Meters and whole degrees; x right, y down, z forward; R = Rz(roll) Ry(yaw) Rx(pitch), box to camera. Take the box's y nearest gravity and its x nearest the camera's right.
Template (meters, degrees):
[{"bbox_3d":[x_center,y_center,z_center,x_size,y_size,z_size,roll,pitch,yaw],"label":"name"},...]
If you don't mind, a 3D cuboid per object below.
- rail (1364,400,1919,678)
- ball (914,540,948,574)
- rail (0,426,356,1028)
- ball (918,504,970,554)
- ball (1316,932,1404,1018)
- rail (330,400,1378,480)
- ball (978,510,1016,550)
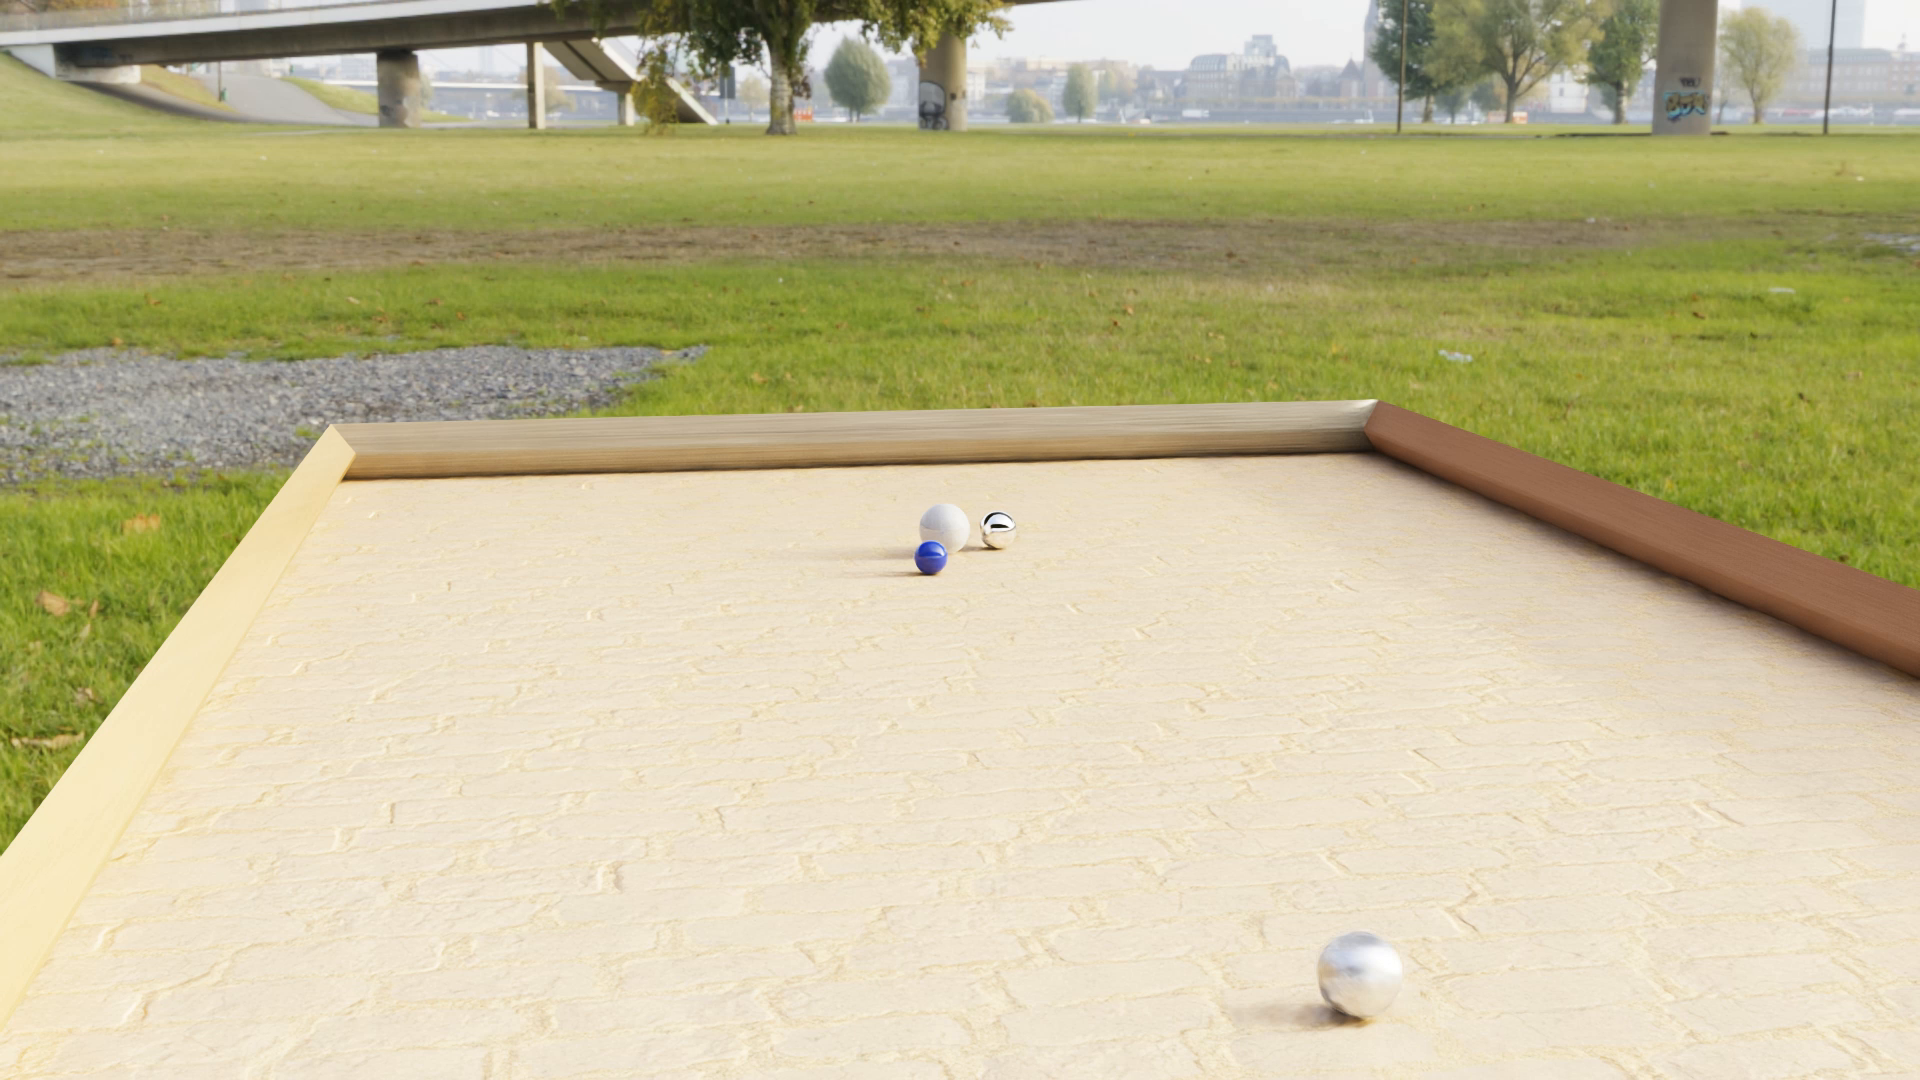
[{"bbox_3d":[1.075,0.116,2.449,0.045,0.097,3.542,-2,11,-10],"label":"rail"},{"bbox_3d":[-0.040,0.024,3.059,0.048,0.048,0.048,0,11,0],"label":"ball"},{"bbox_3d":[-0.770,0.178,2.132,0.045,0.097,3.542,-2,11,-10],"label":"rail"},{"bbox_3d":[-0.023,-0.016,3.192,0.075,0.075,0.075,0,11,0],"label":"ball"},{"bbox_3d":[0.283,0.308,1.560,0.061,0.061,0.061,0,11,0],"label":"ball"},{"bbox_3d":[-0.149,-0.181,3.980,1.920,0.097,0.045,-2,11,-10],"label":"rail"},{"bbox_3d":[0.055,-0.015,3.236,0.057,0.057,0.057,0,11,0],"label":"ball"}]
